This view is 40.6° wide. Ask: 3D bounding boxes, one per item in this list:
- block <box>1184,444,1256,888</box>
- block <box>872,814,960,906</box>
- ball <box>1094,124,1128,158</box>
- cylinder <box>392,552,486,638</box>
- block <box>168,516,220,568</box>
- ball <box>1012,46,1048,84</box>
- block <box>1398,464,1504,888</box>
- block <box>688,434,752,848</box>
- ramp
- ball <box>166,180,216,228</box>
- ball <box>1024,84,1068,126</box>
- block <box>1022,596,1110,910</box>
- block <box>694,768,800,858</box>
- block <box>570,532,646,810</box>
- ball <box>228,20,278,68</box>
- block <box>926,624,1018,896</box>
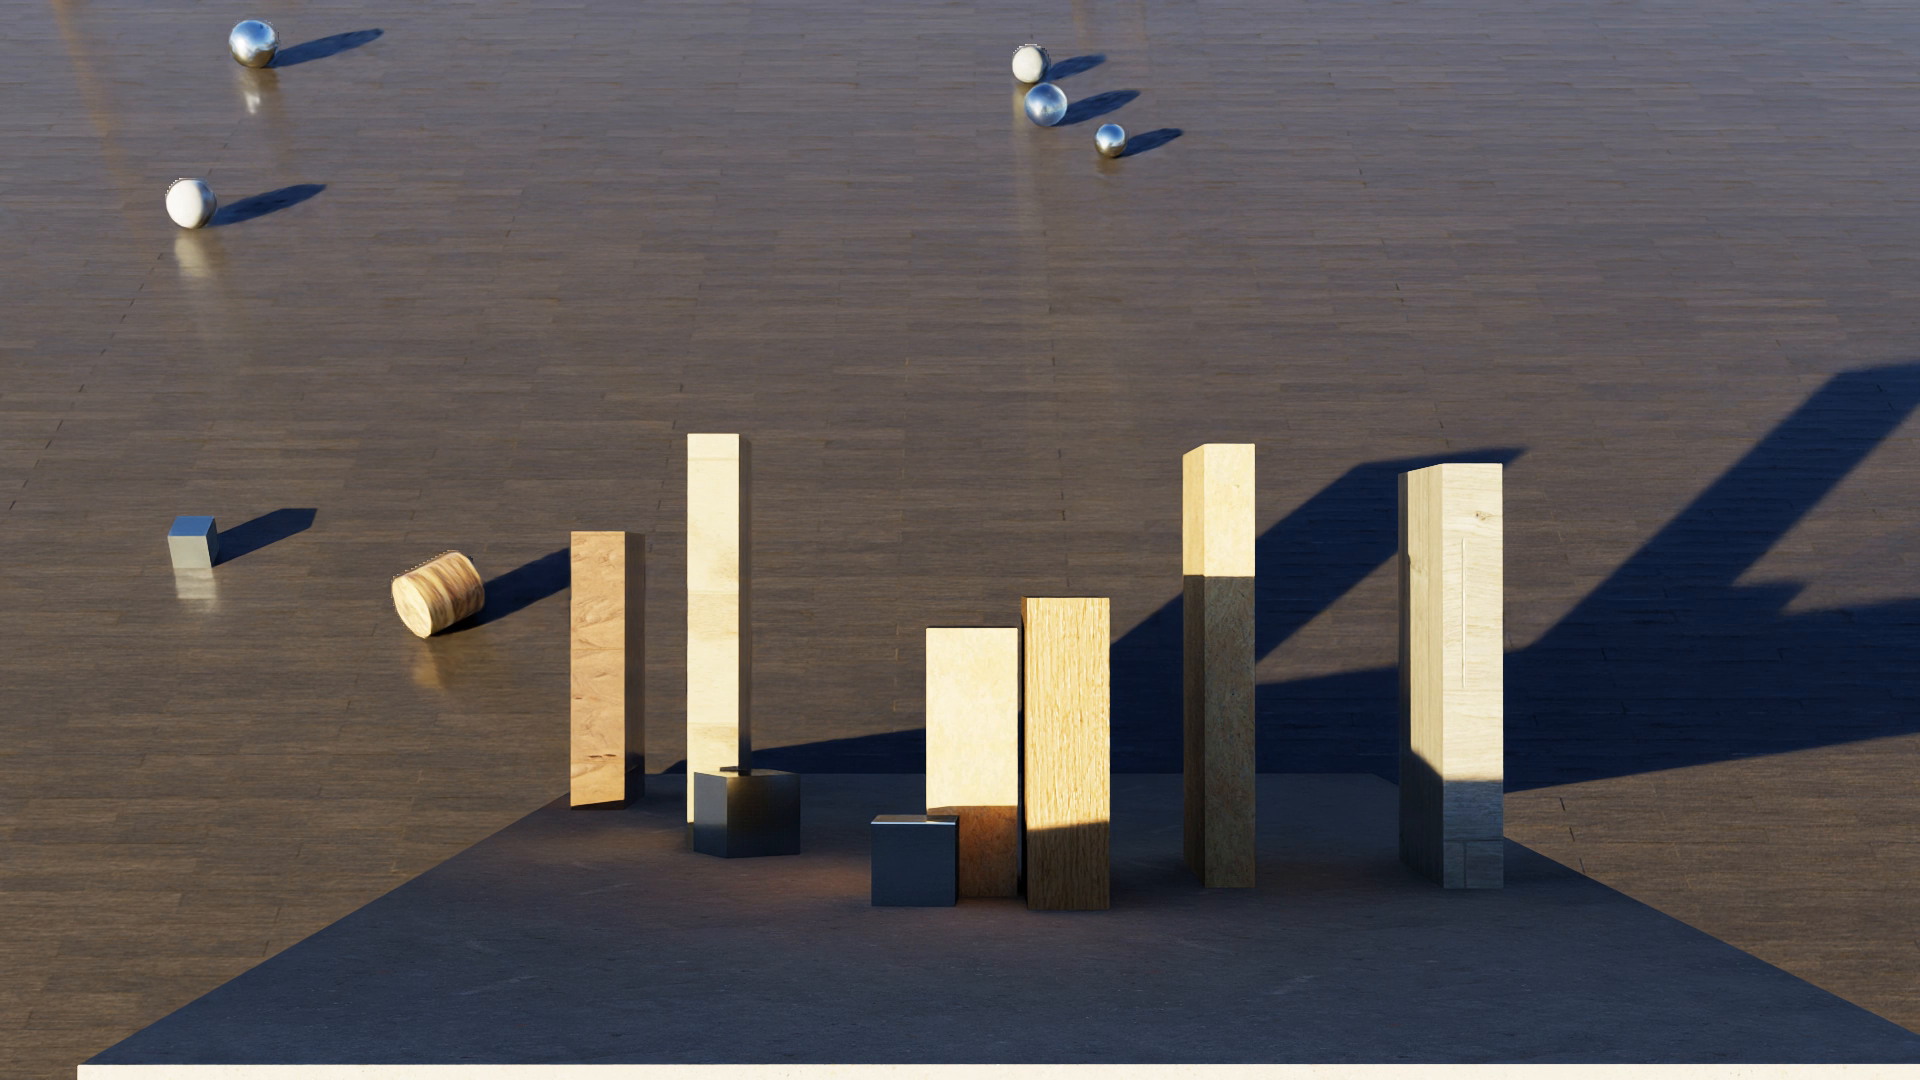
[{"bbox_3d":[0.445,0.210,4.479,0.083,0.731,0.407,0,-1,0],"label":"block"},{"bbox_3d":[-0.070,0.505,4.092,0.130,0.130,0.130,0,-1,3],"label":"block"},{"bbox_3d":[0.594,-1.577,10.227,0.134,0.134,0.134,0,32,0],"label":"ball"},{"bbox_3d":[-1.491,0.156,7.418,0.186,0.186,0.186,-29,42,-36],"label":"cylinder"},{"bbox_3d":[-2.285,0.006,7.731,0.112,0.112,0.112,0,32,-1],"label":"block"},{"bbox_3d":[0.294,-1.993,10.875,0.150,0.150,0.150,0,32,0],"label":"ball"},{"bbox_3d":[0.843,0.226,4.478,0.098,0.698,0.431,0,-1,0],"label":"block"},{"bbox_3d":[-0.466,0.193,5.040,0.095,0.781,0.308,0,-1,0],"label":"block"},{"bbox_3d":[0.071,0.629,4.724,2.000,0.100,4.000,0,-1,0],"label":"ramp"},{"bbox_3d":[-2.866,-1.254,9.671,0.180,0.180,0.180,0,32,0],"label":"ball"},{"bbox_3d":[0.346,-1.760,10.481,0.173,0.173,0.173,0,32,0],"label":"ball"},{"bbox_3d":[0.167,0.332,4.182,0.126,0.480,0.386,0,-1,0],"label":"block"},{"bbox_3d":[-0.396,0.506,4.809,0.148,0.148,0.148,0,-1,-30],"label":"block"},{"bbox_3d":[-0.796,0.290,5.878,0.117,0.611,0.374,0,-1,0],"label":"block"},{"bbox_3d":[-3.000,-2.105,11.003,0.203,0.203,0.203,0,32,0],"label":"ball"},{"bbox_3d":[0.019,0.359,4.306,0.145,0.429,0.295,0,-1,0],"label":"block"}]
